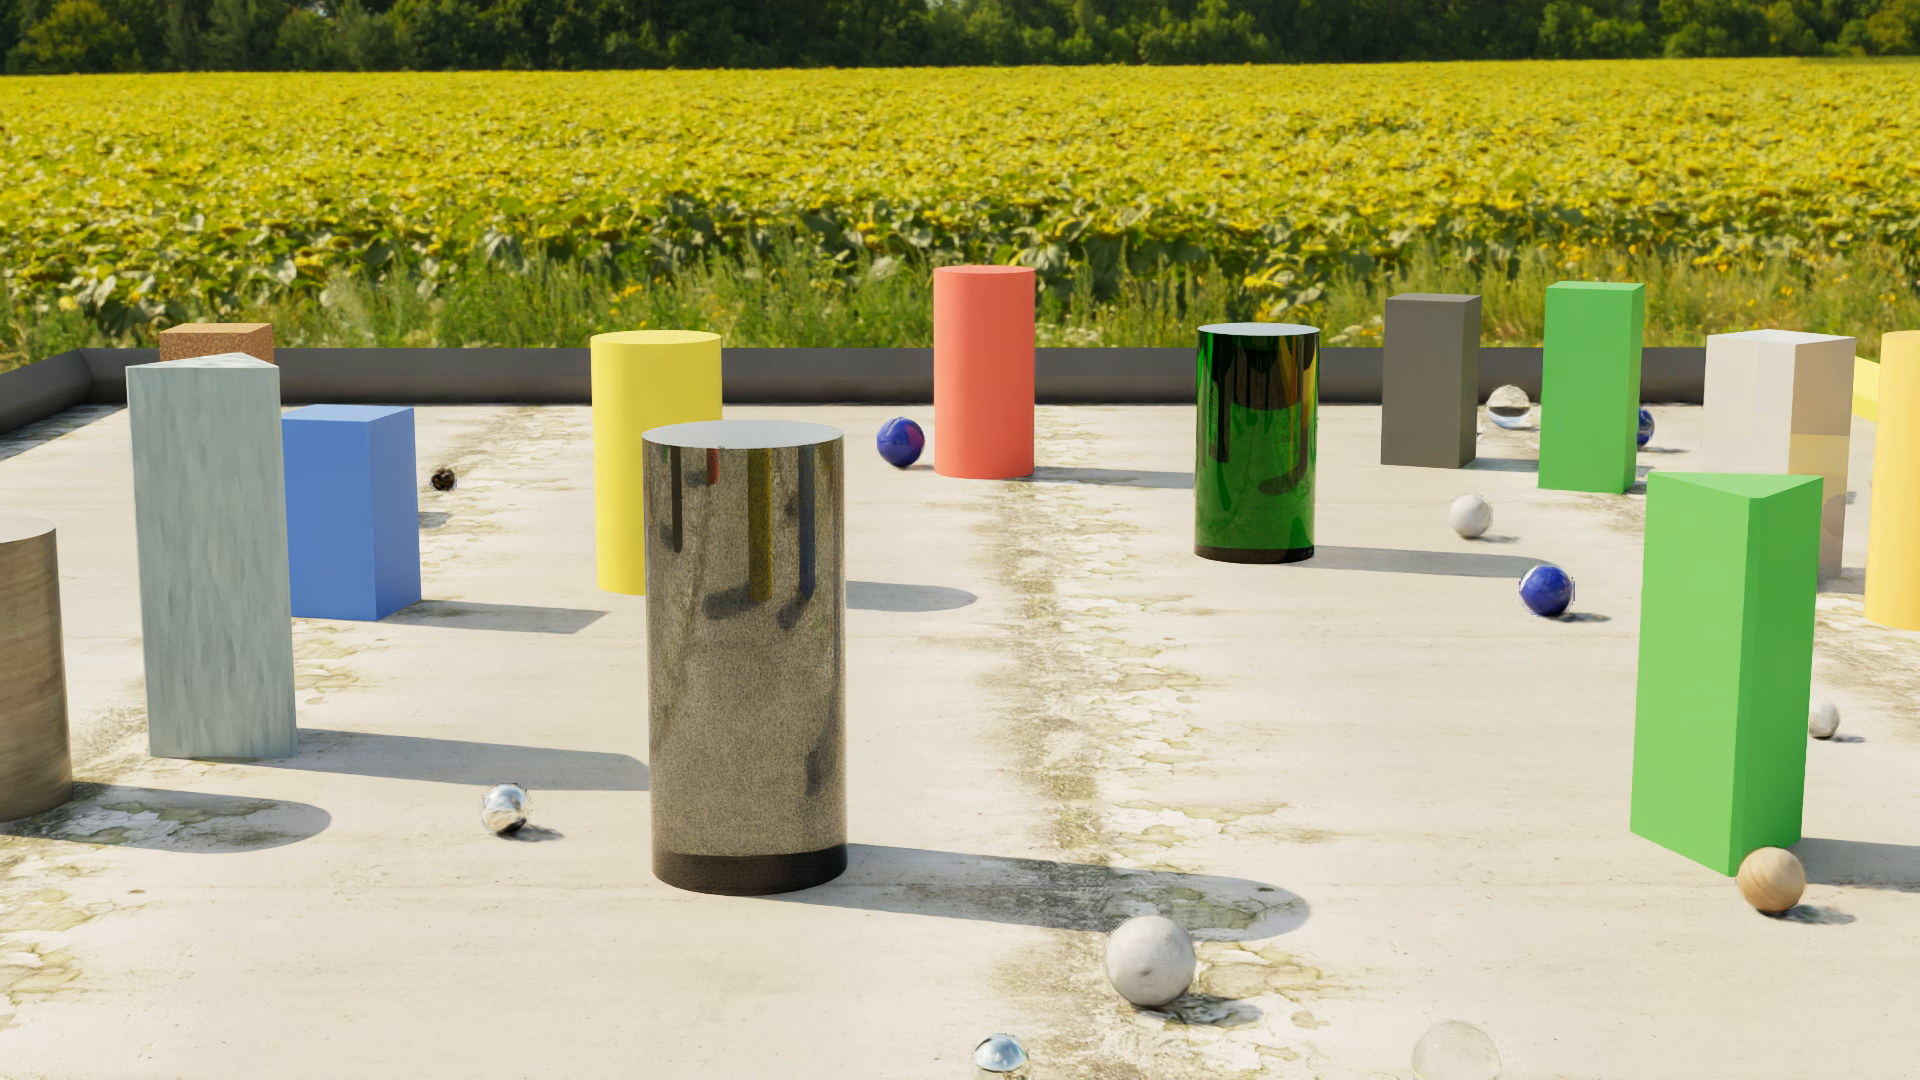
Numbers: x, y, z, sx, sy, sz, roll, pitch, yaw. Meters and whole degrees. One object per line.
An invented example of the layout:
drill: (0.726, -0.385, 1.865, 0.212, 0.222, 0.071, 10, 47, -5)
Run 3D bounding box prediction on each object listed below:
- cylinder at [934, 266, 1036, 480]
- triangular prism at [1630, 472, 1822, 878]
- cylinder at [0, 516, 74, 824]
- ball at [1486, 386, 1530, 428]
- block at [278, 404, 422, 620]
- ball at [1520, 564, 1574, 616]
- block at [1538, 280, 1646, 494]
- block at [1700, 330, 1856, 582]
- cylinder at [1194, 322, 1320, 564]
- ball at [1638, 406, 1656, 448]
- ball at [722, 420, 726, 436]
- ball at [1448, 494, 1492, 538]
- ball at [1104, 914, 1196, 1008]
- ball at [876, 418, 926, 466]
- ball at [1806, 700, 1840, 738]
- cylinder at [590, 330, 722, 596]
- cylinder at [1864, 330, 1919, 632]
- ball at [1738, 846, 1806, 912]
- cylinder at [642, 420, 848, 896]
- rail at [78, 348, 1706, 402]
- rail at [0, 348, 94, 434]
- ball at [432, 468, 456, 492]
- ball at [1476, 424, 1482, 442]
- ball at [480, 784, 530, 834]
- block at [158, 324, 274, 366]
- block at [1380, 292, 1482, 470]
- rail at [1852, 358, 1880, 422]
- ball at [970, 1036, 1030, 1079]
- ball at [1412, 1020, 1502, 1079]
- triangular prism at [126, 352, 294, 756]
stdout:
cylinder: (0.043, -0.300, 4.550, 0.179, 0.360, 0.179, 0, 11, 0)
triangular prism: (0.694, 0.115, 2.380, 0.134, 0.347, 0.155, 8, 14, 38)
cylinder: (-0.975, 0.125, 2.524, 0.179, 0.273, 0.179, 0, 11, 0)
ball: (1.093, -0.265, 5.110, 0.085, 0.085, 0.085, 0, 11, 0)
block: (-0.820, -0.039, 3.423, 0.143, 0.264, 0.143, 2, 11, 12)
ball: (0.776, 0.067, 3.391, 0.068, 0.068, 0.068, 0, 11, 0)
block: (1.084, -0.264, 4.403, 0.143, 0.344, 0.143, 4, 12, 22)
block: (1.151, -0.117, 3.627, 0.143, 0.342, 0.143, -8, 13, -37)
cylinder: (0.438, -0.145, 3.797, 0.179, 0.335, 0.179, 0, 11, 0)
ball: (1.266, -0.213, 4.833, 0.085, 0.085, 0.085, 0, 11, 0)
ball: (-0.479, -0.217, 4.940, 0.053, 0.053, 0.053, 0, 11, 0)
ball: (0.784, -0.037, 3.945, 0.066, 0.066, 0.066, 0, 11, 0)
ball: (0.148, 0.327, 1.995, 0.071, 0.071, 0.071, 0, 11, 0)
ball: (-0.107, -0.177, 4.627, 0.090, 0.090, 0.090, 0, 11, 0)
ball: (0.935, 0.194, 2.788, 0.041, 0.041, 0.041, 0, 11, 0)
cylinder: (-0.420, -0.110, 3.578, 0.179, 0.347, 0.179, 0, 11, 0)
cylinder: (1.283, -0.078, 3.340, 0.179, 0.372, 0.179, 0, 11, 0)
ball: (0.701, 0.294, 2.215, 0.057, 0.057, 0.057, 0, 11, 0)
cylinder: (-0.192, 0.101, 2.311, 0.179, 0.398, 0.179, 0, 11, 0)
rail: (-0.012, -0.348, 5.464, 3.736, 0.116, 0.045, 0, 11, 0)
rail: (-1.844, 0.032, 3.440, 0.045, 0.116, 4.145, 0, 11, 0)
ball: (-0.880, -0.103, 4.370, 0.040, 0.040, 0.040, 0, 11, 0)
ball: (0.980, -0.207, 4.917, 0.043, 0.043, 0.043, 0, 11, 0)
ball: (-0.432, 0.256, 2.442, 0.047, 0.047, 0.047, 0, 11, 0)
block: (-1.196, -0.194, 4.153, 0.143, 0.299, 0.143, 0, 11, -1)
block: (0.857, -0.292, 4.668, 0.143, 0.300, 0.143, 5, 12, 23)
rail: (1.844, 0.028, 3.460, 0.045, 0.116, 4.145, 0, 11, 0)
ball: (0.029, 0.374, 1.822, 0.044, 0.044, 0.044, 0, 11, 0)
ball: (0.348, 0.369, 1.798, 0.063, 0.063, 0.063, 0, 11, 0)
triangular prism: (-0.779, 0.013, 2.740, 0.155, 0.413, 0.134, 0, 11, 1)
